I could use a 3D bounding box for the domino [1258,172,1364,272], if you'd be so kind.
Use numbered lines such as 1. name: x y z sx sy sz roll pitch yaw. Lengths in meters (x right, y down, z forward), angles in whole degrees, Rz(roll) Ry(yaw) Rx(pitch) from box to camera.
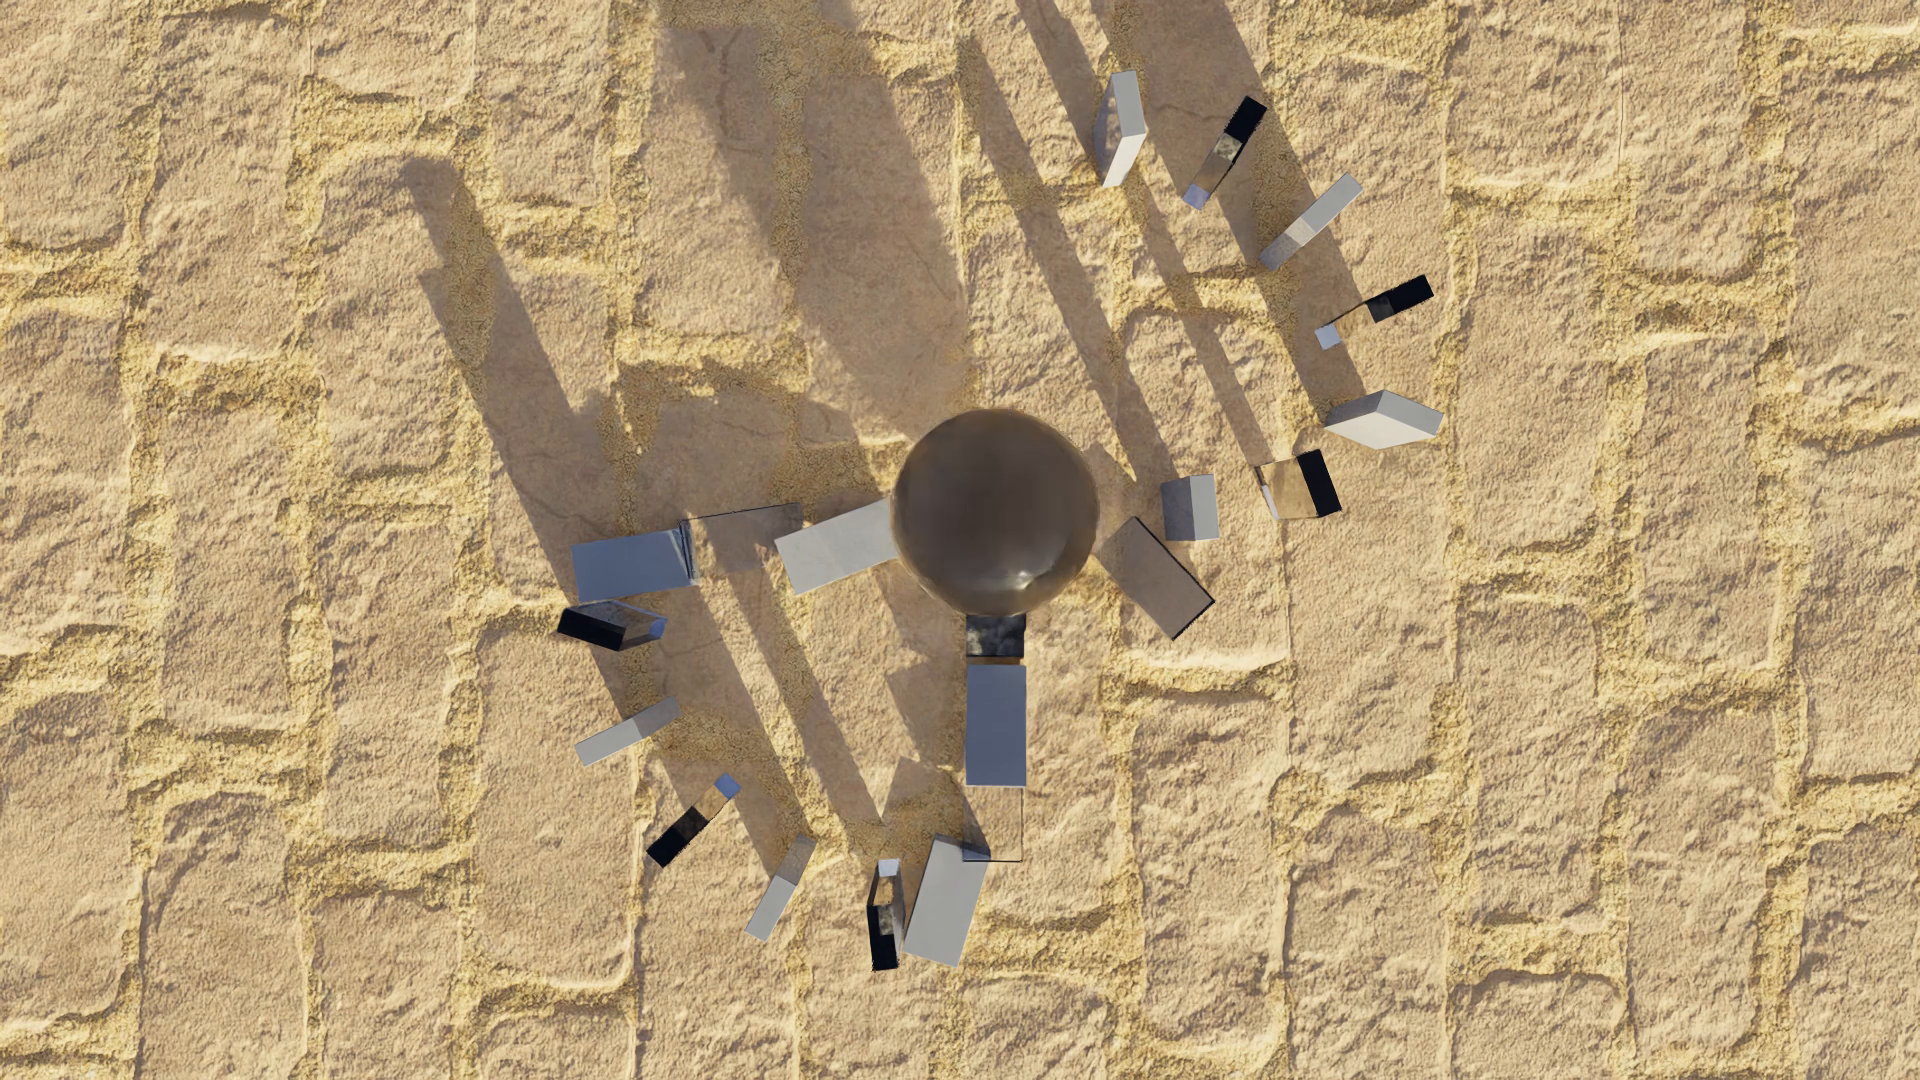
1. domino: 0.142 -0.129 0.375 0.025 0.050 0.010 -43 90 0

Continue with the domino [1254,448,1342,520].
1. domino: 0.137 -0.022 0.375 0.009 0.050 0.025 -21 90 0

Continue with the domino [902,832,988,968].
1. domino: -0.006 0.155 0.395 0.025 0.009 0.050 17 90 0

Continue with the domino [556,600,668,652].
1. domino: -0.141 0.034 0.375 0.025 0.050 0.010 18 90 0

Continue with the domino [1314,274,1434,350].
1. domino: 0.168 -0.092 0.375 0.025 0.050 0.010 -25 90 0

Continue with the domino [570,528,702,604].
1. domino: -0.139 0.011 0.395 0.050 0.010 0.025 -9 90 0

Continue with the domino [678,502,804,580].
1. domino: -0.092 0.000 0.390 0.050 0.009 0.025 -10 90 -11

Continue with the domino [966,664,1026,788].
1. domino: 0.015 0.079 0.388 0.025 0.010 0.050 1 72 0

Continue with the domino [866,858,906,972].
1. domino: -0.030 0.152 0.375 0.010 0.050 0.025 -6 90 0

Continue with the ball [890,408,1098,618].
1. ball: 0.013 -0.010 0.352 0.080 0.080 0.080 0 90 0

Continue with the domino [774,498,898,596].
1. domino: -0.051 0.003 0.389 0.050 0.009 0.025 -21 93 -13

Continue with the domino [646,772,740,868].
1. domino: -0.108 0.113 0.375 0.025 0.050 0.009 -44 90 0

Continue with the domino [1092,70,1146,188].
1. domino: 0.064 -0.167 0.375 0.009 0.050 0.025 -10 90 0

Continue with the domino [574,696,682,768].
1. domino: -0.134 0.077 0.375 0.025 0.050 0.009 -26 90 0

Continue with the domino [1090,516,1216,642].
1. domino: 0.083 0.016 0.395 0.025 0.010 0.050 -43 90 0

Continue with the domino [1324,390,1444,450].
1. domino: 0.172 -0.049 0.375 0.025 0.050 0.010 22 90 0

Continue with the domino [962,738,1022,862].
1. domino: 0.014 0.110 0.390 0.025 0.009 0.050 1 78 0

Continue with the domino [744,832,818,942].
1. domino: -0.072 0.141 0.375 0.009 0.050 0.025 29 90 0

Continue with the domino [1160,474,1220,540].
1. domino: 0.093 -0.013 0.375 0.009 0.050 0.025 -5 90 0

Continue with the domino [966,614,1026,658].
1. domino: 0.016 0.025 0.395 0.025 0.010 0.050 1 90 0

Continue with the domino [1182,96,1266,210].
1. domino: 0.107 -0.157 0.375 0.009 0.050 0.025 31 90 0
